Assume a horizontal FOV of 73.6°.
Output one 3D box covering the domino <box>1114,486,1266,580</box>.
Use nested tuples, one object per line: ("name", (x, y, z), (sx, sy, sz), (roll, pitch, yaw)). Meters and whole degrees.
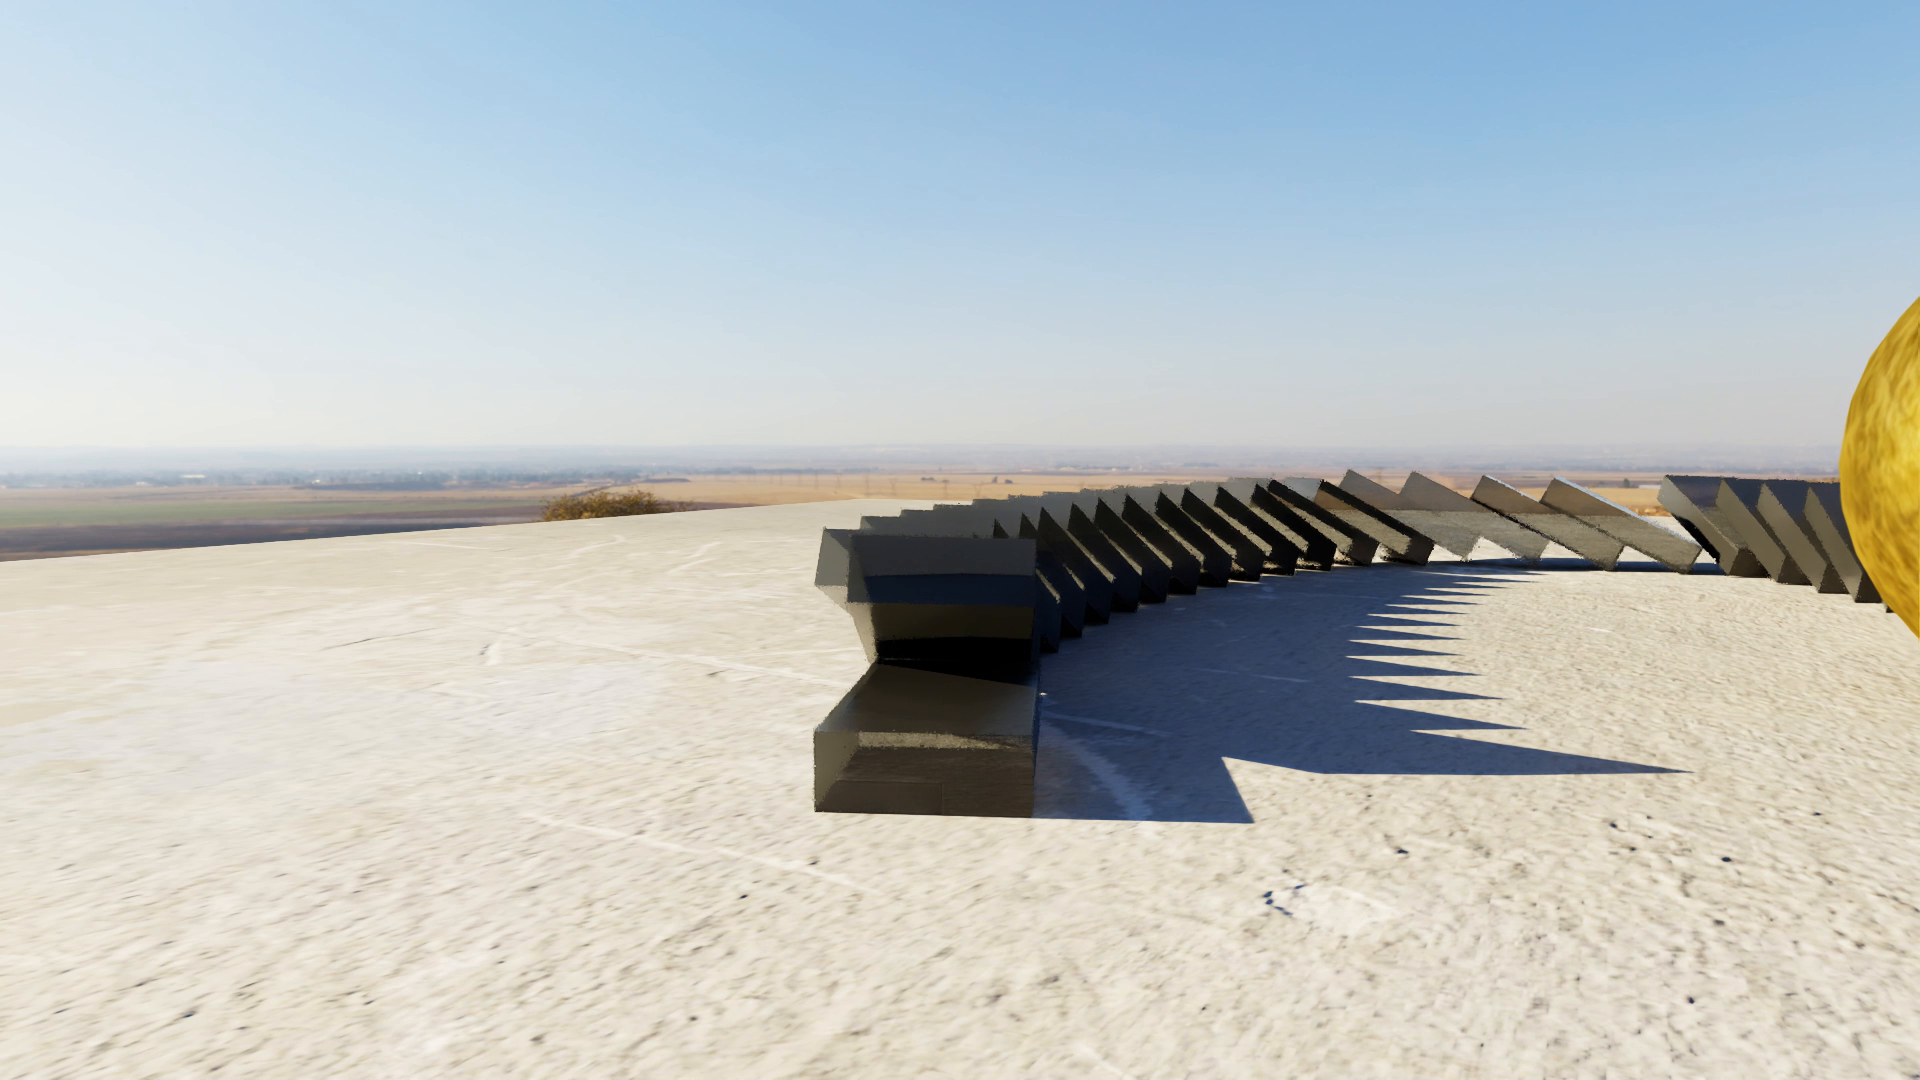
("domino", (0.070, -0.002, 0.391), (0.025, 0.010, 0.050), (4, -20, 44))

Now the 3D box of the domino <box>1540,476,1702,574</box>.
("domino", (0.224, -0.006, 0.436), (0.050, 0.010, 0.025), (32, 18, 23))

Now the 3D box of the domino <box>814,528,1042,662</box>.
("domino", (-0.004, 0.011, 0.222), (0.025, 0.009, 0.050), (1, -19, 17))

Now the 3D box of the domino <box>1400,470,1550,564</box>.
("domino", (0.181, -0.008, 0.451), (0.050, 0.010, 0.025), (31, 12, 21))

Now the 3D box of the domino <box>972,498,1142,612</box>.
("domino", (0.024, 0.004, 0.311), (0.025, 0.010, 0.050), (2, -20, 28))

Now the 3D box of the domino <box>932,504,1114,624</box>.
("domino", (0.015, 0.006, 0.290), (0.025, 0.009, 0.050), (2, -20, 26))

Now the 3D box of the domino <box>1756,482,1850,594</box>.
("domino", (0.261, -0.001, 0.382), (0.025, 0.009, 0.050), (1, 31, 11))

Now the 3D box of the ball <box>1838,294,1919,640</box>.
("ball", (0.174, -0.011, 0.184), (0.080, 0.080, 0.080), (0, 4, 0))

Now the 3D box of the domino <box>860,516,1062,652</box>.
("domino", (0.001, 0.009, 0.245), (0.025, 0.009, 0.050), (1, -20, 19))

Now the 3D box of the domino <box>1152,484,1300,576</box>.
("domino", (0.084, -0.003, 0.408), (0.025, 0.010, 0.050), (5, -19, 47))

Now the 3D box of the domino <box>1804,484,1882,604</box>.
("domino", (0.258, 0.000, 0.359), (0.025, 0.009, 0.050), (1, 30, 17))

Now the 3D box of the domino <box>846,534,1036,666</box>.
("domino", (-0.002, 0.013, 0.195), (0.025, 0.009, 0.050), (1, -20, 2))

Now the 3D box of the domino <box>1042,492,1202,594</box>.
("domino", (0.044, 0.001, 0.352), (0.025, 0.009, 0.050), (3, -20, 36))

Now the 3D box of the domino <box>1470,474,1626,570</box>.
("domino", (0.204, -0.007, 0.446), (0.050, 0.009, 0.025), (31, 15, 21))

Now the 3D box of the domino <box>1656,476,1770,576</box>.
("domino", (0.258, -0.005, 0.428), (0.025, 0.009, 0.050), (2, 31, -1))

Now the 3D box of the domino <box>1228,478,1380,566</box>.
("domino", (0.117, -0.006, 0.443), (0.050, 0.009, 0.025), (27, -7, -21))

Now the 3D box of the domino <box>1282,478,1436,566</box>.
("domino", (0.139, -0.007, 0.452), (0.050, 0.009, 0.025), (26, -3, -16))

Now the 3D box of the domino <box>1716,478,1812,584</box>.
("domino", (0.262, -0.003, 0.405), (0.025, 0.010, 0.050), (2, 31, 7))

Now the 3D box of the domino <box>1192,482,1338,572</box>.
("domino", (0.100, -0.004, 0.424), (0.050, 0.009, 0.025), (30, -16, -38))

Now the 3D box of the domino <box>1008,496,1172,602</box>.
("domino", (0.033, 0.003, 0.332), (0.025, 0.010, 0.050), (3, -20, 32))

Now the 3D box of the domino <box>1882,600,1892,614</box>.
("domino", (0.253, 0.002, 0.335), (0.025, 0.009, 0.050), (2, 30, 25))

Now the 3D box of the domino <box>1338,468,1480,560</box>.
("domino", (0.163, -0.009, 0.465), (0.050, 0.010, 0.025), (31, 11, 21))

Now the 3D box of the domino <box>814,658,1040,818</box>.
("domino", (-0.002, 0.025, 0.172), (0.025, 0.009, 0.050), (0, 4, 5))

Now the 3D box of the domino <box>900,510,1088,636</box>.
("domino", (0.008, 0.008, 0.267), (0.025, 0.010, 0.050), (2, -20, 21))

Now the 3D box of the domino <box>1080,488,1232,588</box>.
("domino", (0.057, 0.000, 0.371), (0.025, 0.010, 0.050), (3, -20, 38))
